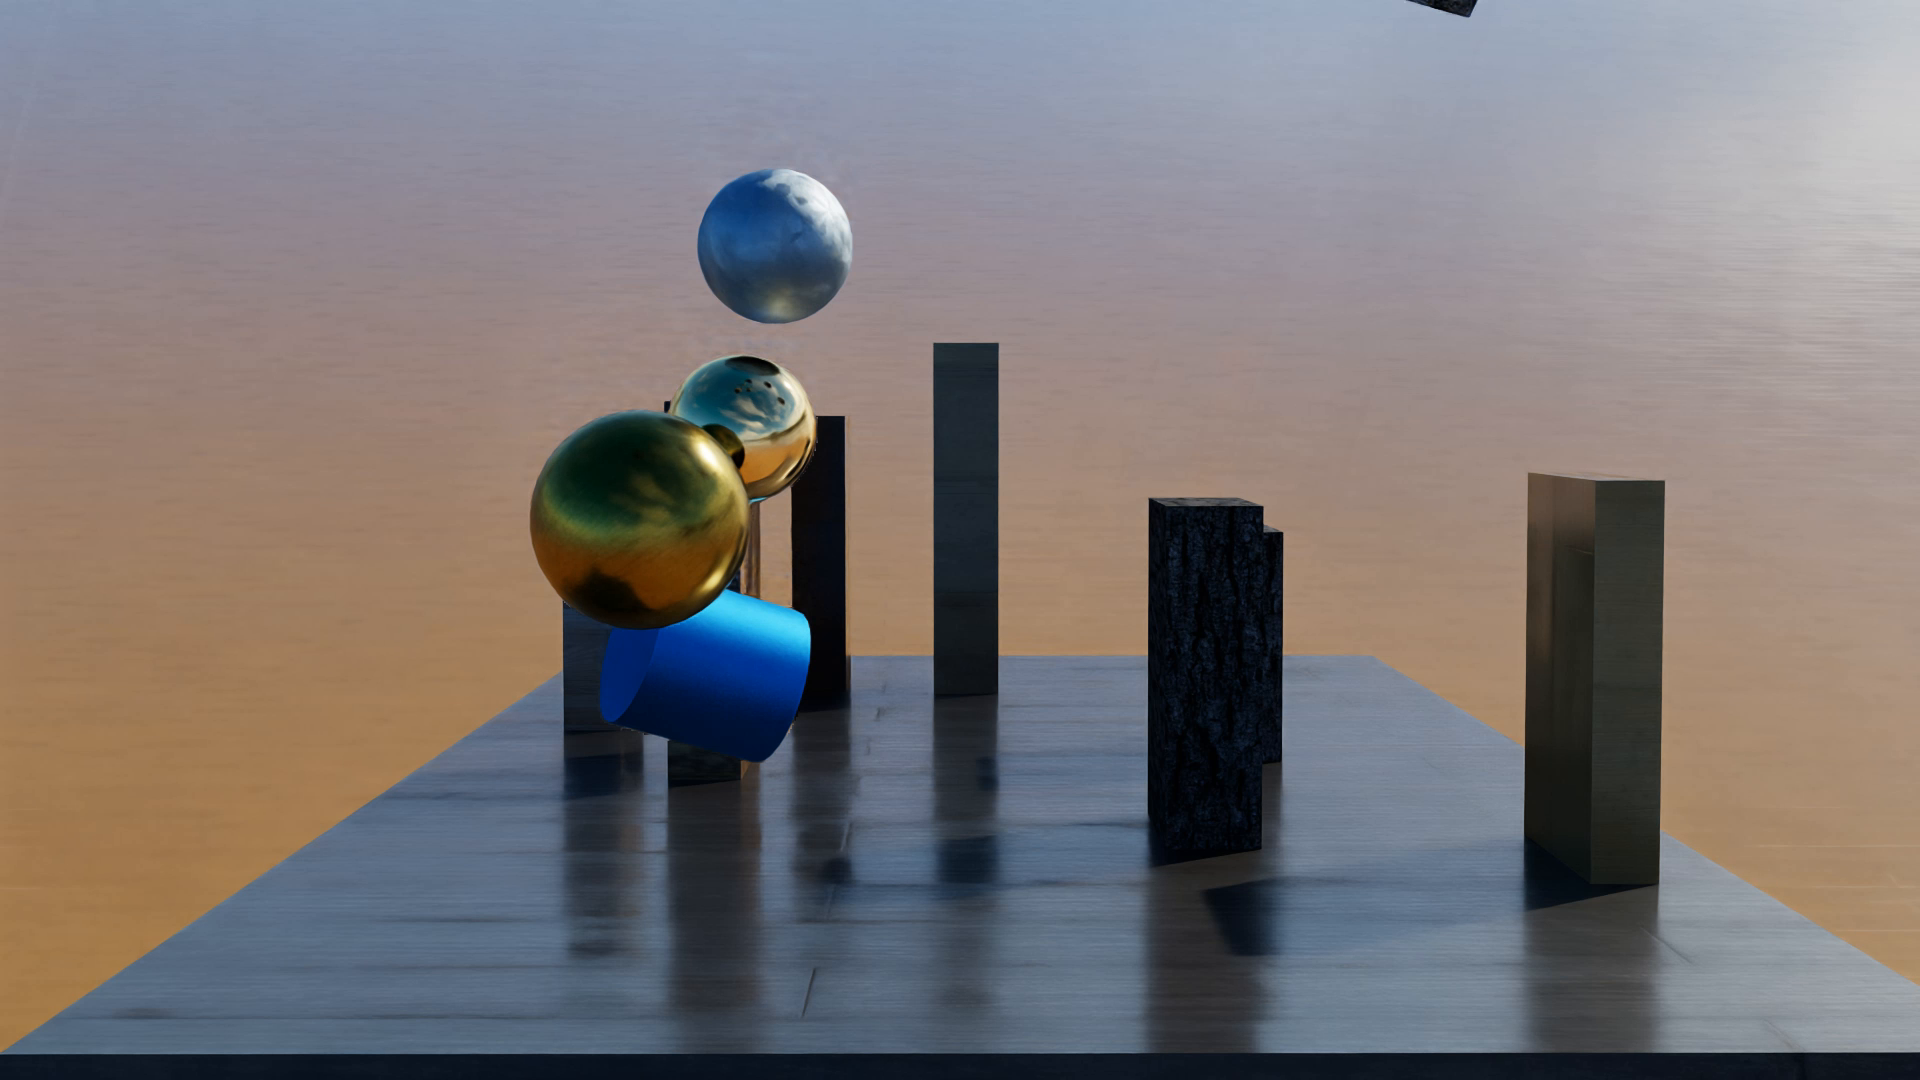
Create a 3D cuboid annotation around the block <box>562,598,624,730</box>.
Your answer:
[{"bbox_3d":[-0.721,0.127,5.213,0.112,0.473,0.380,0,3,0],"label":"block"}]

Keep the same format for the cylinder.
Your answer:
[{"bbox_3d":[-0.278,0.136,2.794,0.172,0.172,0.172,18,14,-23],"label":"cylinder"}]

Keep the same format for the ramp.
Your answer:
[{"bbox_3d":[0.050,0.449,4.532,2.000,0.100,4.000,0,3,0],"label":"ramp"}]

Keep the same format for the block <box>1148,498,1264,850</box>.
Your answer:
[{"bbox_3d":[0.363,0.189,3.841,0.139,0.493,0.332,0,3,0],"label":"block"}]

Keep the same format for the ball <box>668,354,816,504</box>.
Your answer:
[{"bbox_3d":[-0.216,-0.109,2.536,0.148,0.148,0.148,0,21,0],"label":"ball"}]

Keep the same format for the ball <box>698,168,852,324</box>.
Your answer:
[{"bbox_3d":[-0.185,-0.294,2.575,0.155,0.155,0.155,0,21,0],"label":"ball"}]

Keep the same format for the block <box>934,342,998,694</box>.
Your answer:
[{"bbox_3d":[0.013,-0.053,5.767,0.143,0.772,0.246,0,3,0],"label":"block"}]

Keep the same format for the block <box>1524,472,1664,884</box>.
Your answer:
[{"bbox_3d":[0.884,0.179,3.607,0.092,0.537,0.401,0,3,0],"label":"block"}]

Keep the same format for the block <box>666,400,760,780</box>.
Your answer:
[{"bbox_3d":[-0.436,0.075,4.577,0.125,0.644,0.443,0,3,0],"label":"block"}]

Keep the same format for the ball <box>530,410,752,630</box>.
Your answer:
[{"bbox_3d":[-0.296,-0.019,2.388,0.205,0.205,0.205,0,21,0],"label":"ball"}]

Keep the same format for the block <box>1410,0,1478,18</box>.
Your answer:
[{"bbox_3d":[0.429,-0.570,2.393,0.109,0.109,0.109,7,30,-32],"label":"block"}]

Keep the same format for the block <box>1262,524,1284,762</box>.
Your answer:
[{"bbox_3d":[0.502,0.181,4.775,0.145,0.411,0.393,0,3,0],"label":"block"}]

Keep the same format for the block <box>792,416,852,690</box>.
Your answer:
[{"bbox_3d":[-0.315,0.023,5.862,0.120,0.612,0.290,0,3,0],"label":"block"}]
